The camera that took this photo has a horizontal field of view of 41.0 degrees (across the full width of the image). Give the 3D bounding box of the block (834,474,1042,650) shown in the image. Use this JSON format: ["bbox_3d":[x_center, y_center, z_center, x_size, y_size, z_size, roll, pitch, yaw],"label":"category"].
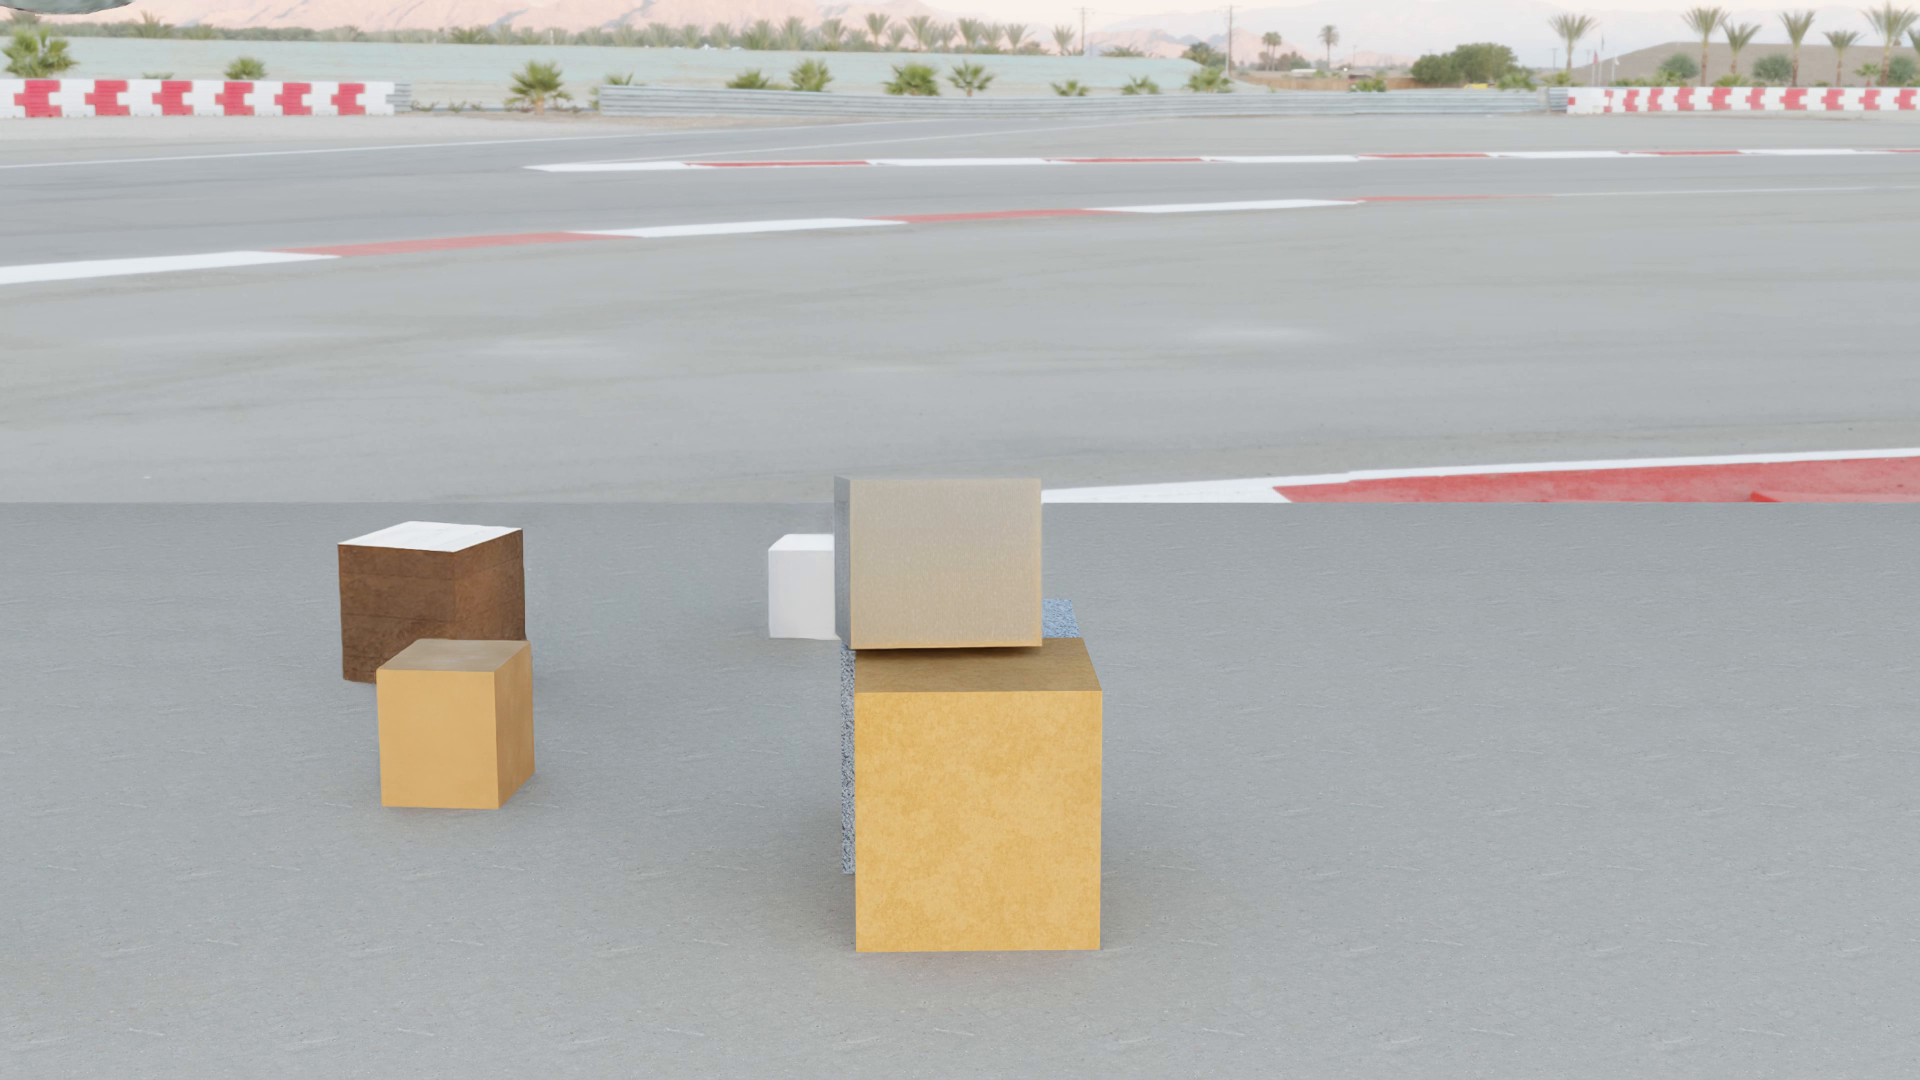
[{"bbox_3d":[-0.109,0.079,11.122,0.807,0.706,0.788,-1,3,-8],"label":"block"}]

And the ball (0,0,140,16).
[{"bbox_3d":[-3.771,-2.990,10.637,1.600,1.600,1.600,0,10,0],"label":"ball"}]

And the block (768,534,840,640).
[{"bbox_3d":[-0.841,0.298,16.346,0.654,0.566,0.569,1,10,7],"label":"block"}]

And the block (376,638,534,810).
[{"bbox_3d":[-2.487,0.901,12.707,0.579,0.680,0.685,1,10,5],"label":"block"}]

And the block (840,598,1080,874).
[{"bbox_3d":[0.004,0.883,11.862,1.065,1.018,1.105,0,10,-1],"label":"block"}]

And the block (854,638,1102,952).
[{"bbox_3d":[0.057,1.047,10.793,0.988,1.079,0.986,0,10,-2],"label":"block"}]

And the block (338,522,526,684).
[{"bbox_3d":[-3.120,0.377,15.213,0.768,0.815,0.803,4,11,19],"label":"block"}]
